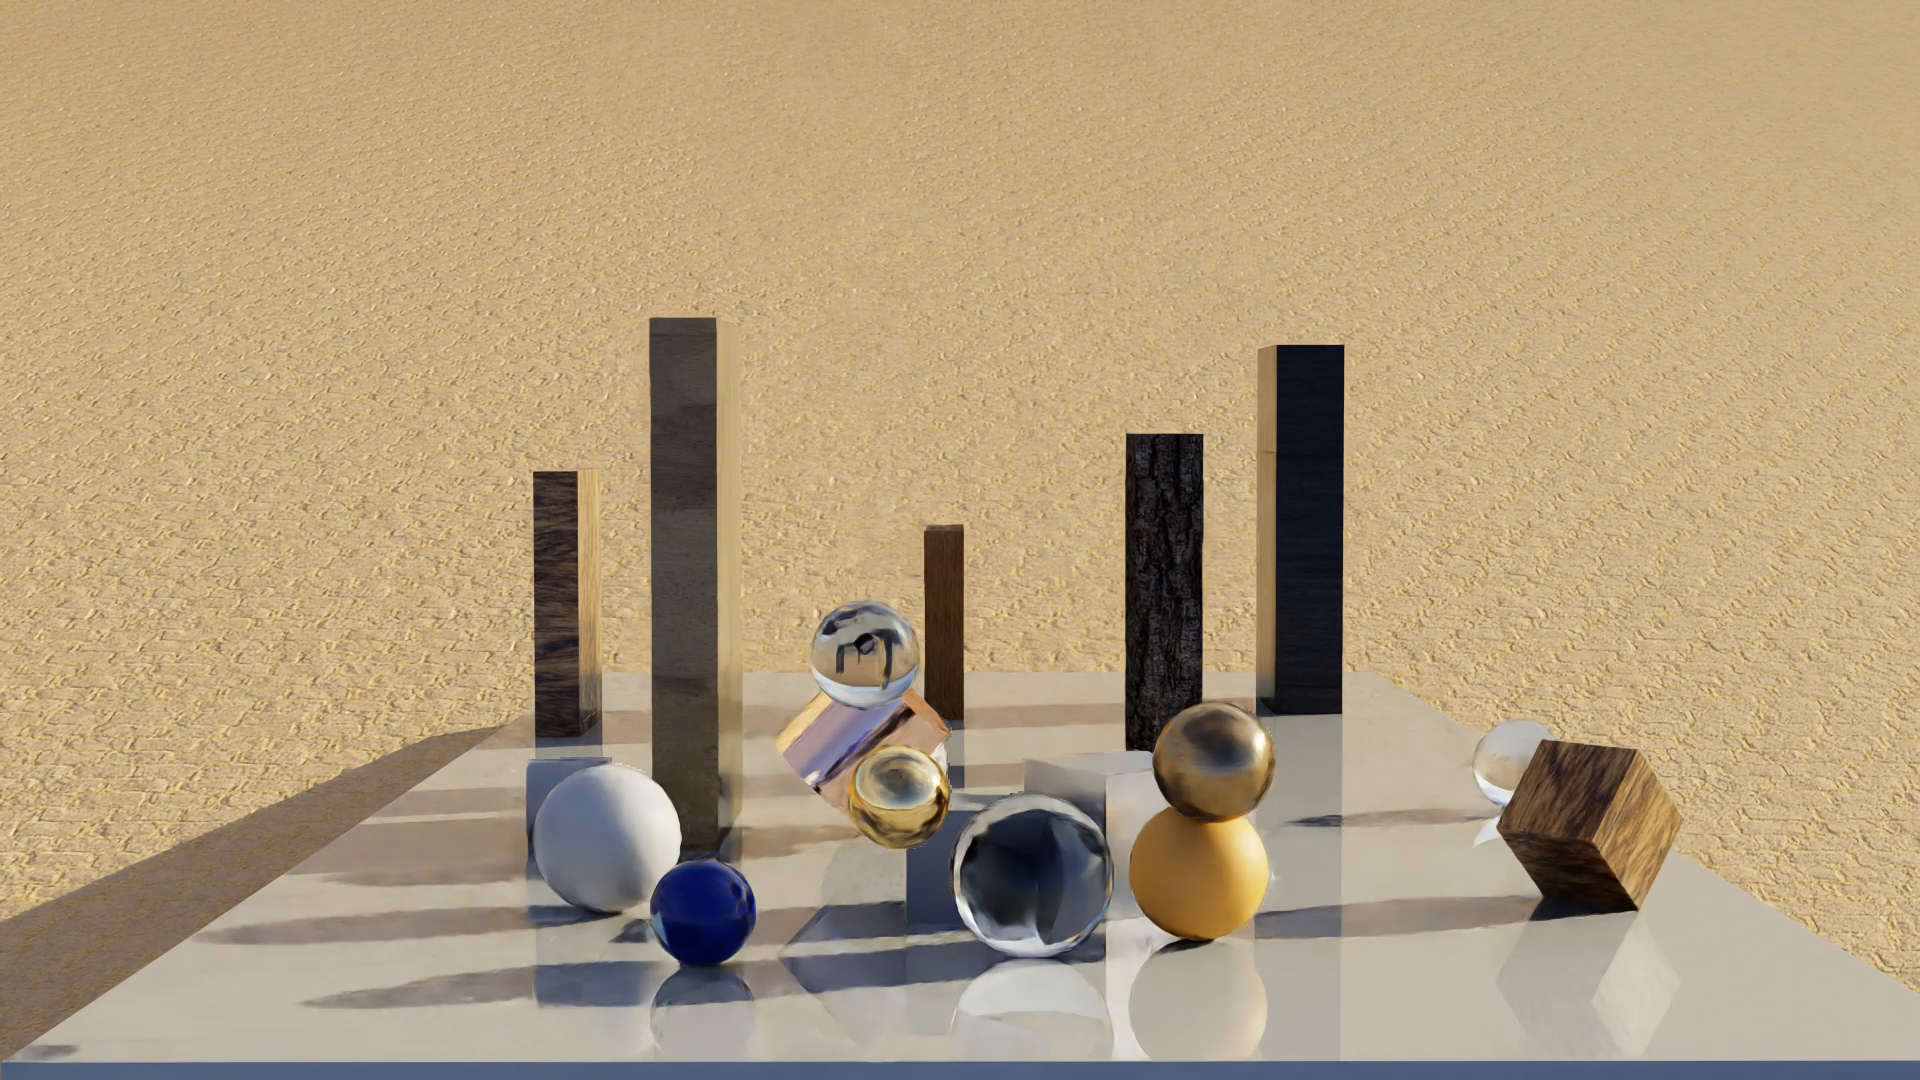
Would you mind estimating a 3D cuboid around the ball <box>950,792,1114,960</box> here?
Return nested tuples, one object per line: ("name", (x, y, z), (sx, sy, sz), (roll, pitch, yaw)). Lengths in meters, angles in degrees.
("ball", (0.084, 0.395, 3.027), (0.194, 0.194, 0.194), (0, 23, 0))

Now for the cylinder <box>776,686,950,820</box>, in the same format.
("cylinder", (-0.144, 0.291, 3.810), (0.184, 0.184, 0.184), (43, 4, -4))

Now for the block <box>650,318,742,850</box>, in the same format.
("block", (-0.405, 0.057, 3.986), (0.097, 0.784, 0.425), (0, 3, 0))

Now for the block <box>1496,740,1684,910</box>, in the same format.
("block", (0.825, 0.372, 3.370), (0.148, 0.148, 0.148), (3, 50, 48))

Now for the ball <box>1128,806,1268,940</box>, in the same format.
("ball", (0.291, 0.402, 3.136), (0.170, 0.170, 0.170), (0, 23, 0))

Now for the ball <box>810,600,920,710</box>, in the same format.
("ball", (-0.105, 0.127, 2.844), (0.122, 0.122, 0.122), (0, 23, 0))

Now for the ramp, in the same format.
("ramp", (0.052, 0.475, 4.536), (2.000, 0.100, 4.000), (0, 3, 0))

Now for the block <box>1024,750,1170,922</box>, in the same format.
("block", (0.213, 0.383, 3.372), (0.186, 0.186, 0.186), (-2, 3, -33))

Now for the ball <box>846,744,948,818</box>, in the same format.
("ball", (-0.117, 0.352, 3.991), (0.195, 0.195, 0.195), (0, 23, 0))

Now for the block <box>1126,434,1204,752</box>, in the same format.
("block", (0.372, 0.111, 4.709), (0.121, 0.611, 0.257), (0, 3, 0))

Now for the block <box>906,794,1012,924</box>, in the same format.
("block", (0.009, 0.408, 3.308), (0.143, 0.143, 0.143), (0, 3, 4))

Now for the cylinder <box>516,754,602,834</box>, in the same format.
("cylinder", (-0.591, 0.393, 3.888), (0.122, 0.122, 0.122), (13, 16, -26))

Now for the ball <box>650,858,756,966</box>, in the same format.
("ball", (-0.298, 0.432, 2.987), (0.124, 0.124, 0.124), (0, 23, 0))

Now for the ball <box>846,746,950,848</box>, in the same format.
("ball", (-0.072, 0.300, 3.006), (0.120, 0.120, 0.120), (0, 23, 0))

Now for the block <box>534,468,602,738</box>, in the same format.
("block", (-0.810, 0.122, 5.327), (0.089, 0.535, 0.331), (0, 3, 0))

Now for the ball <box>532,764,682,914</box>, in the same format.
("ball", (-0.454, 0.385, 3.312), (0.190, 0.190, 0.190), (0, 23, 0))

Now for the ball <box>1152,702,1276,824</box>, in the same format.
("ball", (0.302, 0.264, 3.056), (0.145, 0.145, 0.145), (0, 23, 0))

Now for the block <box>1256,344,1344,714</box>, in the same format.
("block", (0.756, -0.030, 5.744), (0.146, 0.800, 0.354), (0, 3, 0))

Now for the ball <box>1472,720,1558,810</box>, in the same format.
("ball", (0.907, 0.366, 4.175), (0.149, 0.149, 0.149), (0, 23, 0))

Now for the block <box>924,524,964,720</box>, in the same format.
("block", (-0.034, 0.173, 5.679), (0.084, 0.401, 0.421), (0, 3, 0))
